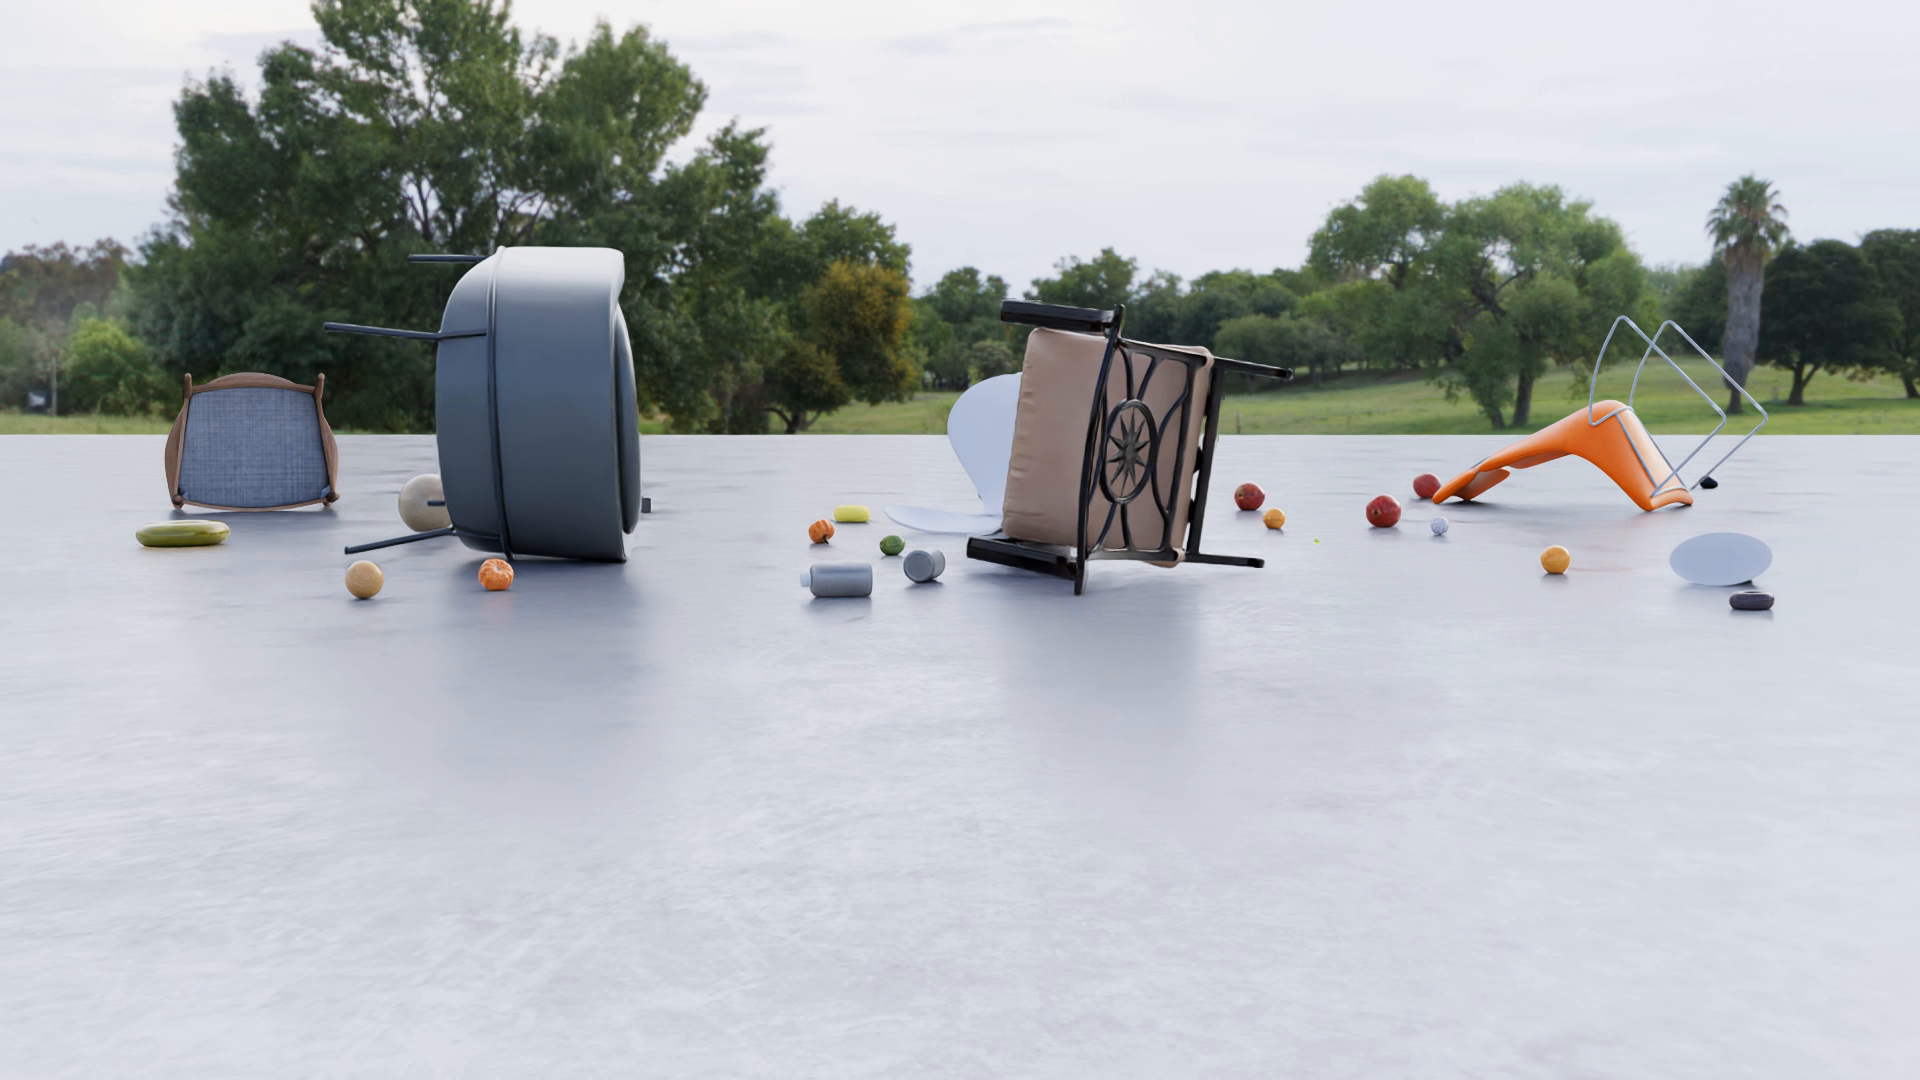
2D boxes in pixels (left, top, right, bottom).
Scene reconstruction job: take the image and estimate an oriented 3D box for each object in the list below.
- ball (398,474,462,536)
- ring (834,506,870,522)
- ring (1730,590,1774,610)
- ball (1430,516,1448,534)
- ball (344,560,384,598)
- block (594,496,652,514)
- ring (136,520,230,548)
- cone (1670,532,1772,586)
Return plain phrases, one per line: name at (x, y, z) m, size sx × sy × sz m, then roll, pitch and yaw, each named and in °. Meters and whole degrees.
ball at (-1.628, -0.109, 6.750) m, size 0.189 × 0.189 × 0.189 m, roll 0°, pitch 4°, yaw 0°
ring at (-0.367, -0.089, 7.452) m, size 0.117 × 0.054 × 0.150 m, roll -4°, pitch 4°, yaw -27°
ring at (1.618, 0.124, 4.492) m, size 0.099 × 0.035 × 0.067 m, roll -2°, pitch 6°, yaw -16°
ball at (1.480, -0.045, 6.786) m, size 0.057 × 0.057 × 0.057 m, roll 0°, pitch 4°, yaw 0°
ball at (-1.277, 0.085, 4.715) m, size 0.082 × 0.082 × 0.082 m, roll 0°, pitch 4°, yaw 0°
block at (-1.224, -0.125, 7.983) m, size 0.157 × 0.053 × 0.135 m, roll -3°, pitch 5°, yaw -36°
ring at (-2.234, -0.018, 6.326) m, size 0.252 × 0.068 × 0.266 m, roll 1°, pitch 5°, yaw 25°
cone at (1.797, 0.070, 5.092) m, size 0.251 × 0.129 × 0.162 m, roll 0°, pitch -19°, yaw 47°
